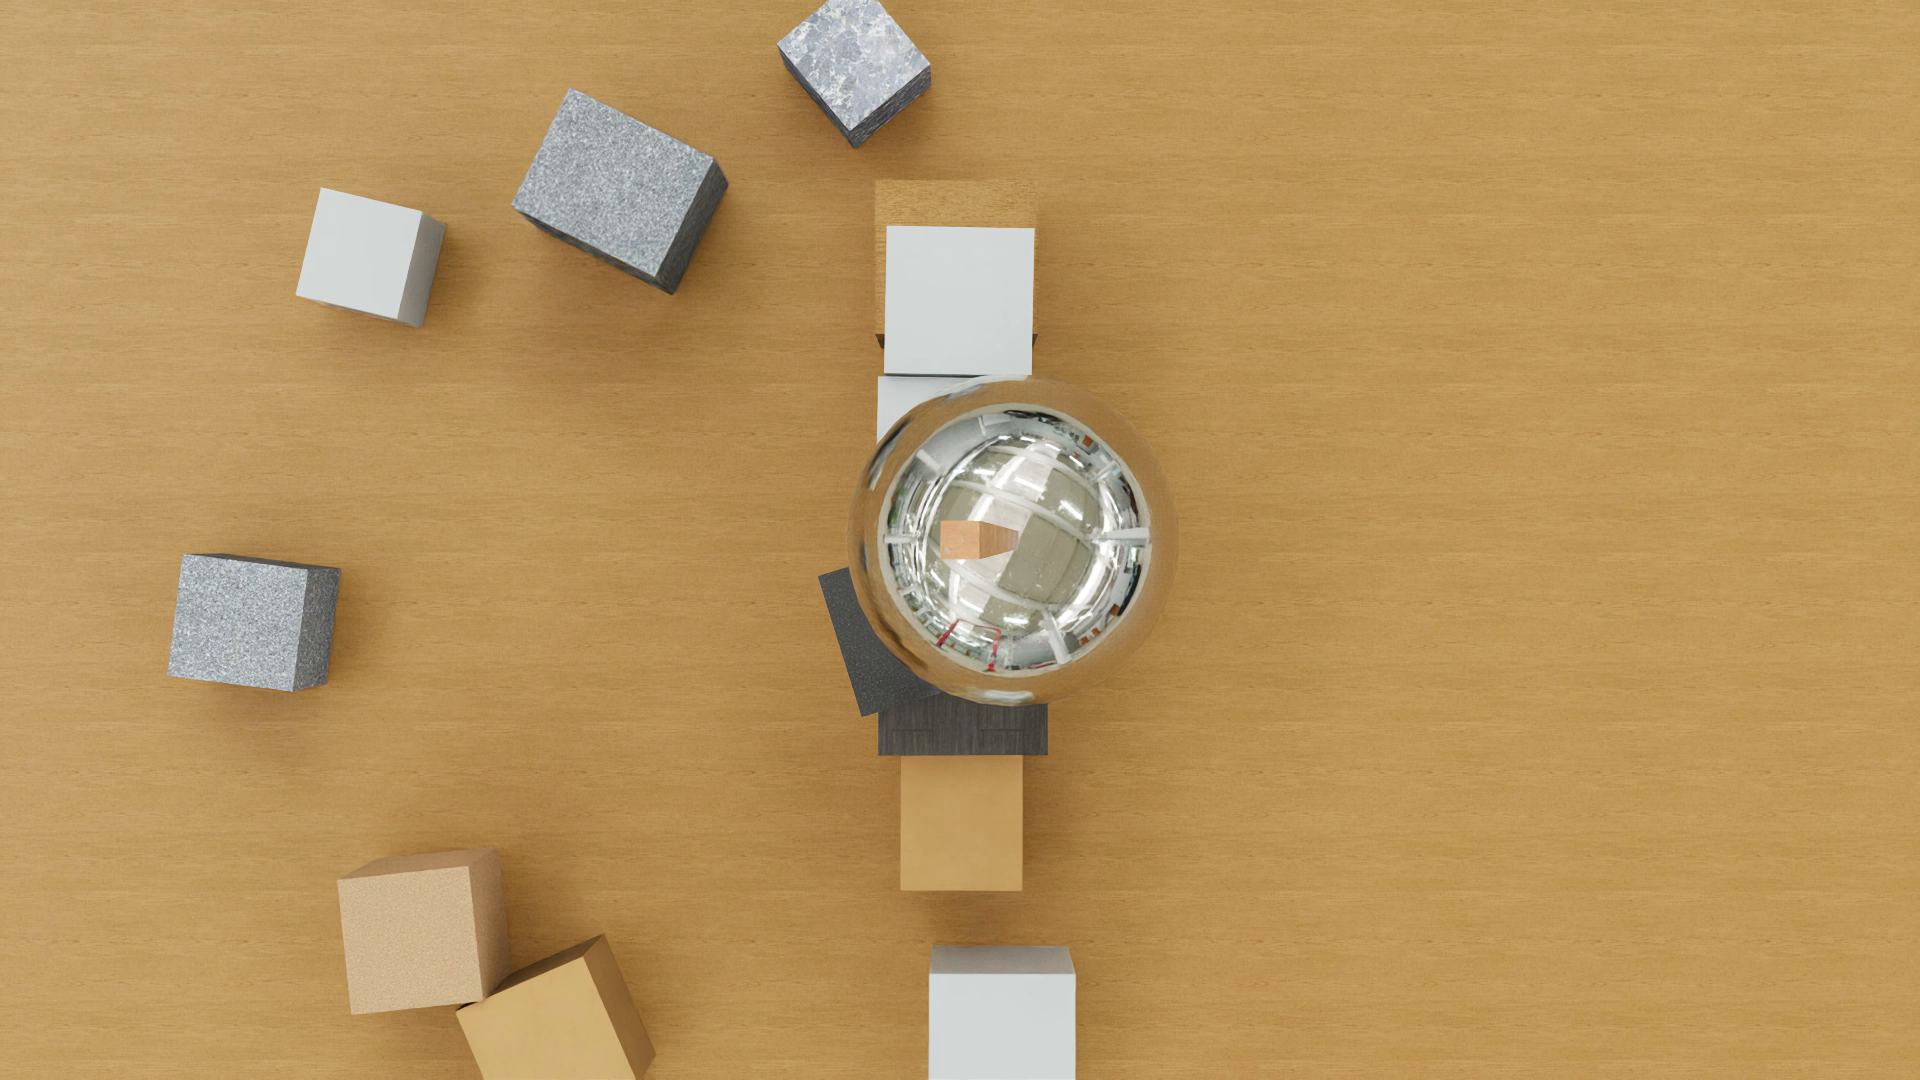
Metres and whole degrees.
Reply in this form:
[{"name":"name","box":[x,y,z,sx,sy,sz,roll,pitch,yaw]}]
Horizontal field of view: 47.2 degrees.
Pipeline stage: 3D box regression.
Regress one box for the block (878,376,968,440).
[{"name":"block","box":[-0.014,-0.463,11.847,0.843,0.686,0.771,1,90,0]}]

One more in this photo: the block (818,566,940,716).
[{"name":"block","box":[-0.257,0.436,11.614,0.757,0.629,0.760,-17,90,0]}]

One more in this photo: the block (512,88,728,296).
[{"name":"block","box":[-1.926,-1.974,12.579,0.889,0.830,0.735,26,89,0]}]

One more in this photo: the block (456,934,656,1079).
[{"name":"block","box":[-2.306,2.836,12.634,0.775,0.732,0.780,-23,90,0]}]

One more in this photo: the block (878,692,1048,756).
[{"name":"block","box":[0.016,0.672,12.464,0.921,1.072,0.992,0,90,0]}]

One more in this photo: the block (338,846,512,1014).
[{"name":"block","box":[-3.053,2.223,12.603,0.734,0.794,0.753,-6,90,0]}]

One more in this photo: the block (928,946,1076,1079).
[{"name":"block","box":[0.232,2.846,12.572,0.809,0.855,0.895,0,90,0]}]

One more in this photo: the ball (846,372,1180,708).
[{"name":"ball","box":[0.253,0.000,10.536,1.600,1.600,1.600,0,90,0]}]

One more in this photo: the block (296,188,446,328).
[{"name":"block","box":[-3.397,-1.622,12.715,0.588,0.571,0.625,13,90,0]}]

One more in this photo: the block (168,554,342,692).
[{"name":"block","box":[-4.053,0.464,12.669,0.708,0.662,0.688,7,90,0]}]

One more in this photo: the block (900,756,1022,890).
[{"name":"block","box":[0.009,1.569,12.673,0.683,0.655,0.798,0,90,0]}]

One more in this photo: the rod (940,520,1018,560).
[{"name":"rod","box":[0.110,0.000,7.139,0.080,5.200,0.080,0,90,2]}]

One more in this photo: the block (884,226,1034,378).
[{"name":"block","box":[-0.004,-1.242,11.742,0.765,0.673,0.763,1,90,0]}]

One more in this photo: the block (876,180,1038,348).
[{"name":"block","box":[-0.018,-1.554,12.539,0.897,0.922,0.843,0,90,0]}]

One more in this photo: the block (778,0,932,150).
[{"name":"block","box":[-0.601,-2.745,12.707,0.593,0.587,0.643,-40,90,0]}]
